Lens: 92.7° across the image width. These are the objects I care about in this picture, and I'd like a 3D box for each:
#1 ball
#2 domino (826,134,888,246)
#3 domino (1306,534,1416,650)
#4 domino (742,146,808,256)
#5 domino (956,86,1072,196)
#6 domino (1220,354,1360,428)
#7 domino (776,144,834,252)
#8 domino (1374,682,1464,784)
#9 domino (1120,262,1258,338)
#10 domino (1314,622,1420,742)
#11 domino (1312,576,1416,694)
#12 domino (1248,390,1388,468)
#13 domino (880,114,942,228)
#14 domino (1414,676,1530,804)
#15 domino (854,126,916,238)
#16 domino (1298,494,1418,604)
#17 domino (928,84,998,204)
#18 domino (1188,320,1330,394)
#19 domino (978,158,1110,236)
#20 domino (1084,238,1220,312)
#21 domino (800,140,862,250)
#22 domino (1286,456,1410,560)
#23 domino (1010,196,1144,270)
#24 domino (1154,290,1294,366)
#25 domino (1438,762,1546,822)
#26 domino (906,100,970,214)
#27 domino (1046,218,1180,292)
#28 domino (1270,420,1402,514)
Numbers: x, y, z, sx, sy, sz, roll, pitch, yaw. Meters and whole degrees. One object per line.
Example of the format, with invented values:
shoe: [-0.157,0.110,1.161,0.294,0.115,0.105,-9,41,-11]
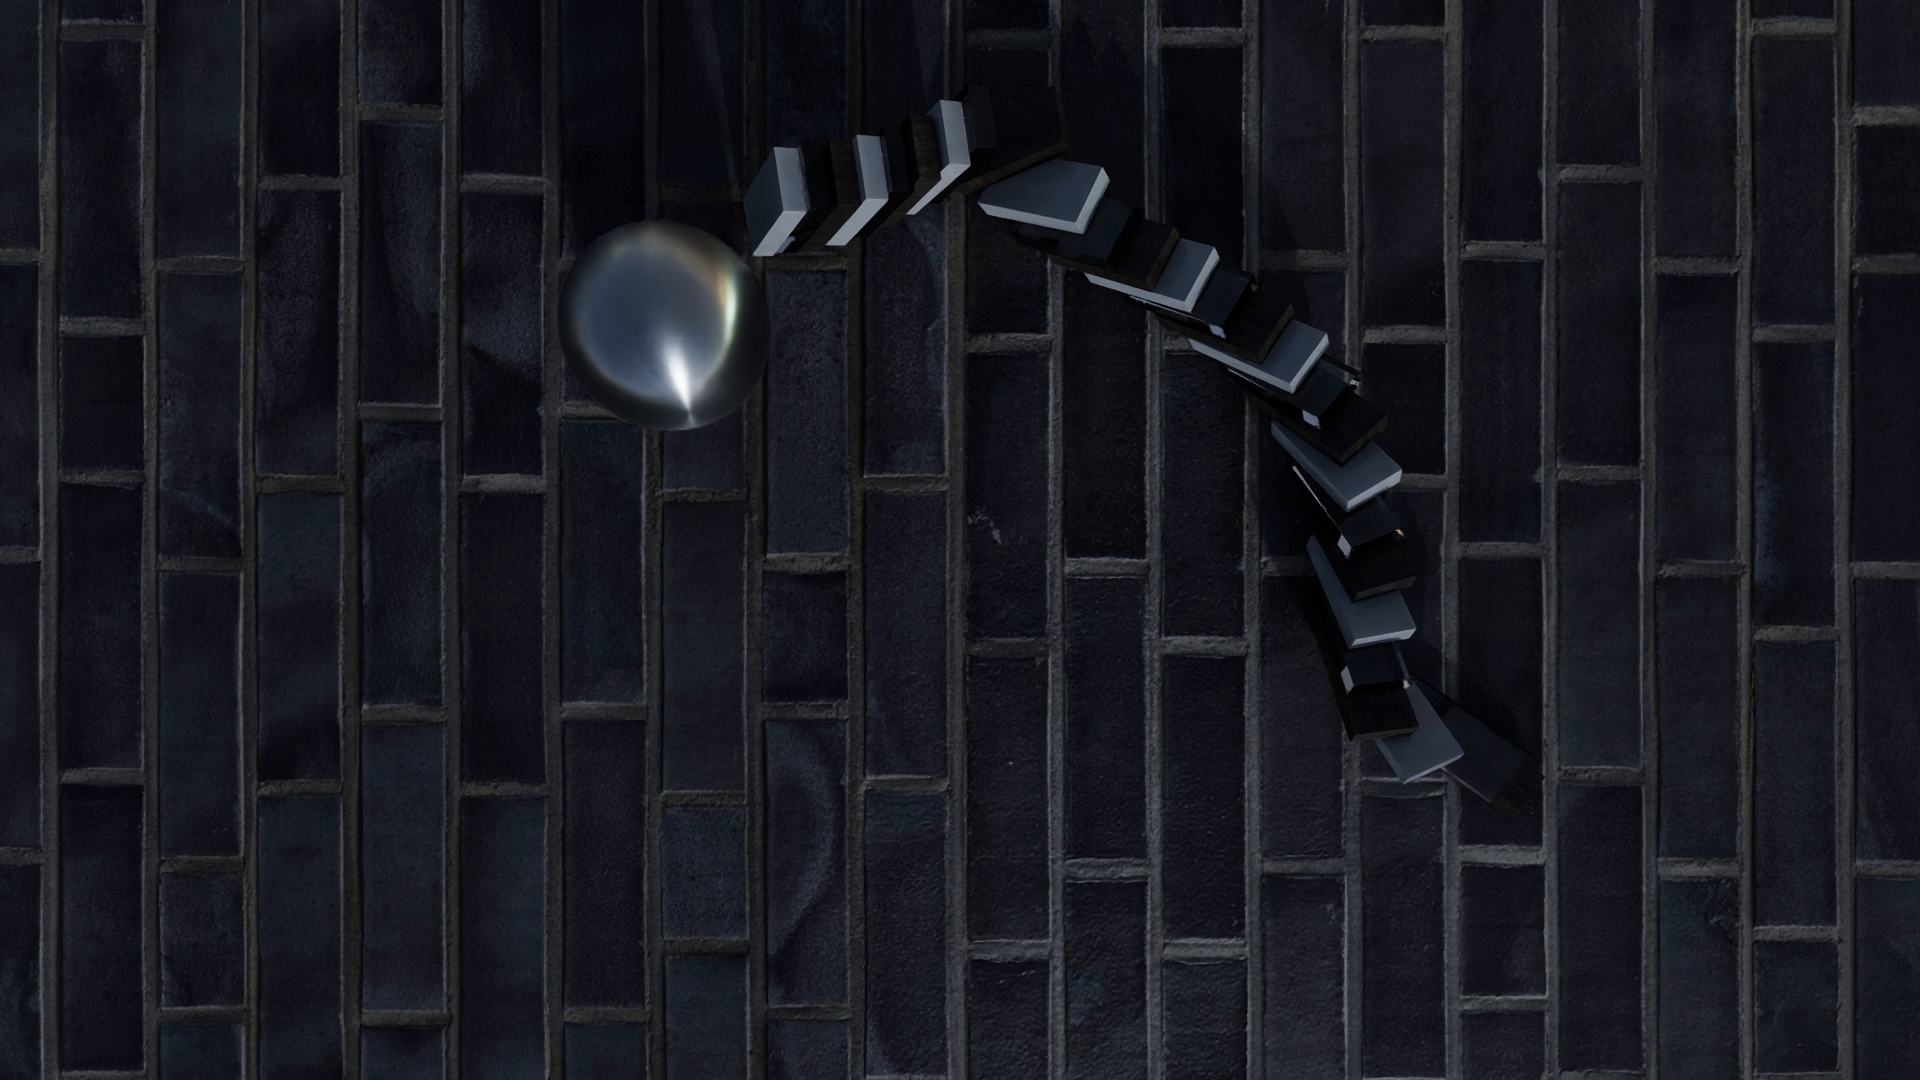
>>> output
ball: [-0.115,-0.084,0.360,0.080,0.080,0.080,0,90,0]
domino: [-0.045,-0.142,0.376,0.009,0.050,0.025,-8,90,-27]
domino: [0.167,0.019,0.383,0.025,0.009,0.050,-10,58,0]
domino: [-0.077,-0.137,0.376,0.009,0.050,0.025,-9,90,-27]
domino: [0.020,-0.166,0.383,0.050,0.009,0.025,-13,80,25]
domino: [0.137,-0.070,0.382,0.025,0.010,0.050,-49,56,-1]
domino: [-0.066,-0.139,0.376,0.009,0.050,0.025,-9,90,-27]
domino: [0.182,0.073,0.383,0.025,0.010,0.050,-24,59,0]
domino: [0.095,-0.105,0.382,0.050,0.009,0.025,31,90,33]
domino: [0.169,0.057,0.382,0.025,0.010,0.050,-8,58,3]
domino: [0.168,0.038,0.383,0.025,0.009,0.050,-7,59,2]
domino: [0.148,-0.055,0.382,0.025,0.009,0.050,-42,56,-1]
domino: [-0.024,-0.150,0.376,0.009,0.050,0.025,-8,90,-27]
domino: [0.205,0.082,0.382,0.025,0.010,0.050,-50,56,0]
domino: [-0.035,-0.145,0.376,0.009,0.050,0.025,-8,90,-27]
domino: [0.165,0.000,0.383,0.025,0.010,0.050,-17,58,0]
domino: [-0.003,-0.161,0.375,0.010,0.050,0.025,-8,88,-29]
domino: [0.124,-0.083,0.382,0.050,0.010,0.025,36,90,33]
domino: [0.034,-0.145,0.383,0.050,0.009,0.025,25,89,32]
domino: [0.079,-0.115,0.383,0.050,0.009,0.025,28,90,33]
domino: [-0.055,-0.140,0.376,0.010,0.050,0.025,-9,90,-27]
domino: [0.161,-0.018,0.382,0.025,0.009,0.050,-22,57,0]
domino: [0.048,-0.132,0.383,0.050,0.010,0.025,28,90,32]
domino: [0.110,-0.094,0.382,0.050,0.009,0.025,34,90,33]
domino: [0.222,0.095,0.395,0.050,0.009,0.025,40,90,0]
domino: [-0.014,-0.156,0.376,0.009,0.050,0.025,-8,90,-29]
domino: [0.063,-0.123,0.383,0.050,0.010,0.025,28,90,32]
domino: [0.156,-0.037,0.382,0.025,0.009,0.050,-31,56,0]
